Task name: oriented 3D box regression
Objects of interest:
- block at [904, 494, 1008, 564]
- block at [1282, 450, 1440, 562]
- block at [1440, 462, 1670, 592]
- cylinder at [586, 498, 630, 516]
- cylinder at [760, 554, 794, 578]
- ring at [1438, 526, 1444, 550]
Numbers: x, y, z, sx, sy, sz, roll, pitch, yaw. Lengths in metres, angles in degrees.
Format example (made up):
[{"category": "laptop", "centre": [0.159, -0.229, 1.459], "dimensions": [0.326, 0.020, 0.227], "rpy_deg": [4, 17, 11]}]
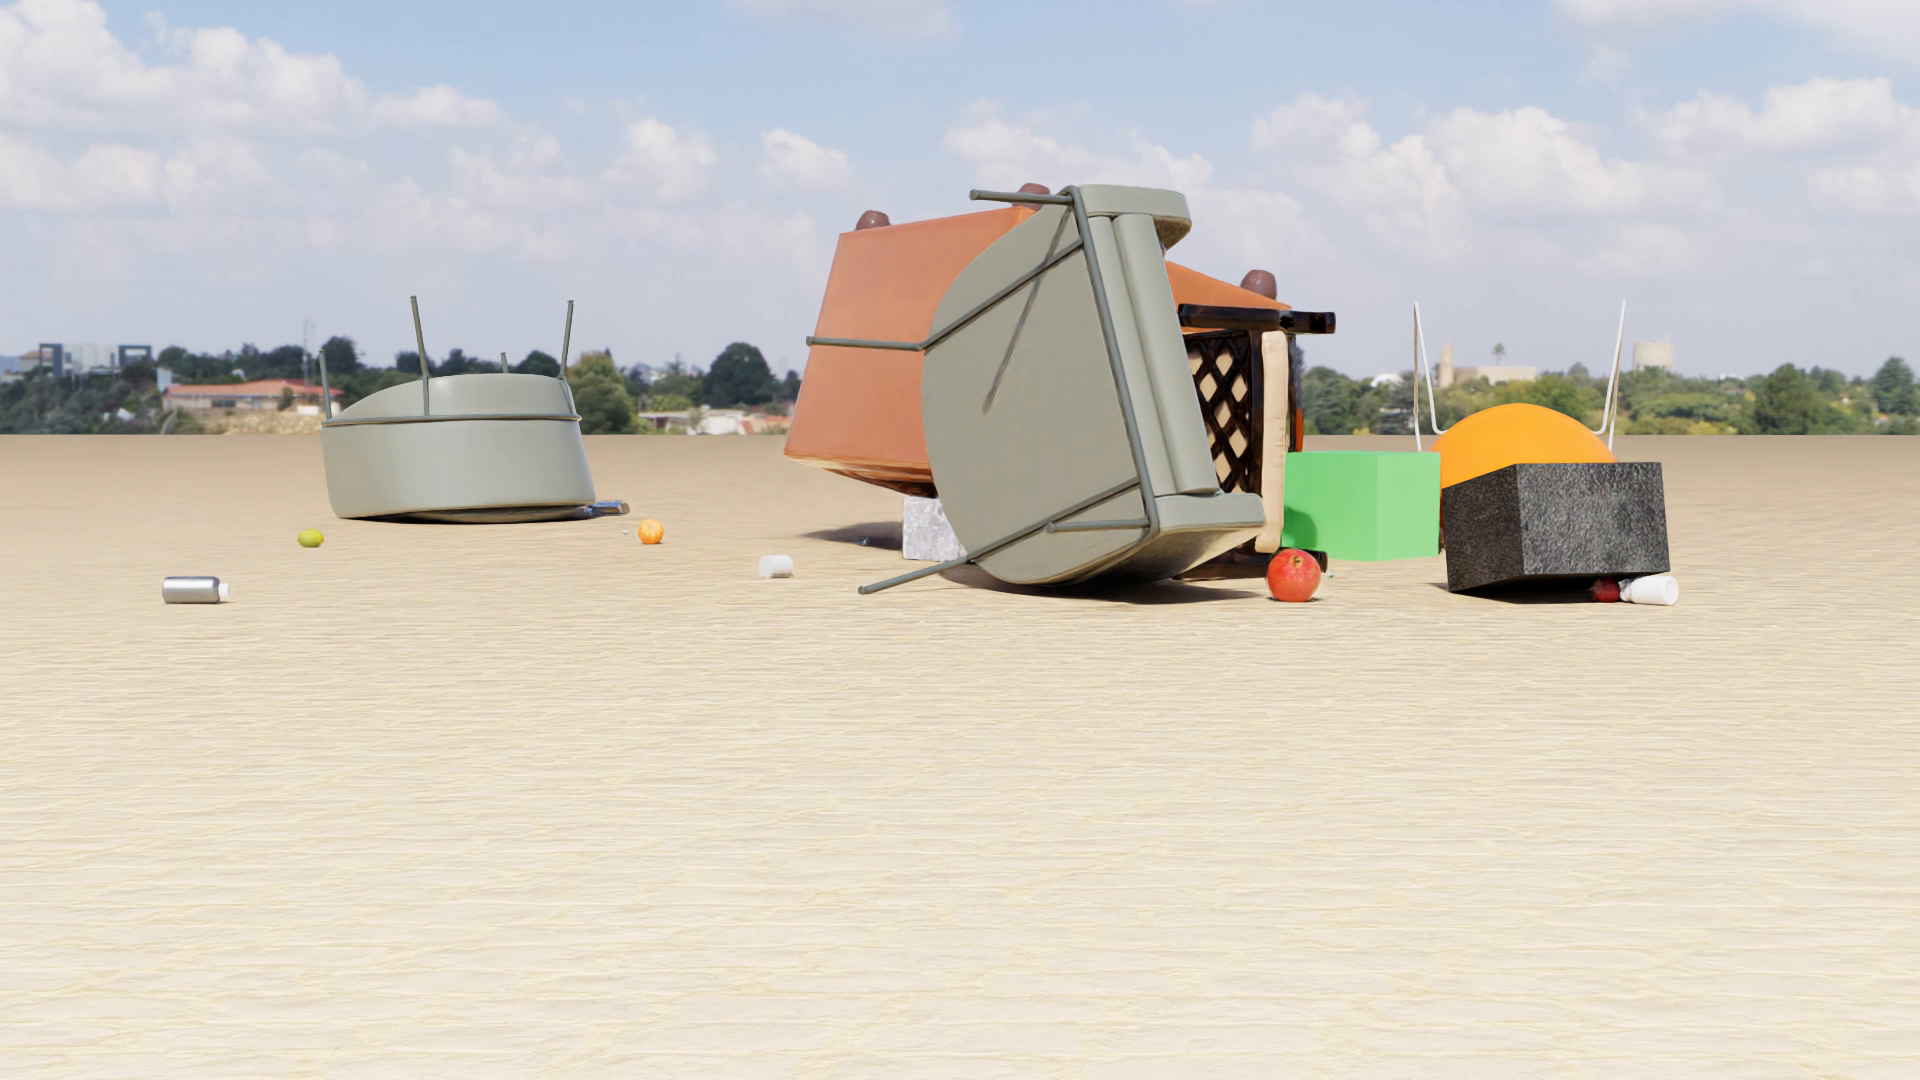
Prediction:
[{"category": "block", "centre": [-0.010, -0.032, 5.805], "dimensions": [0.193, 0.162, 0.200], "rpy_deg": [5, 6, 41]}, {"category": "block", "centre": [1.077, -0.096, 5.910], "dimensions": [0.260, 0.278, 0.321], "rpy_deg": [-3, 5, -40]}, {"category": "block", "centre": [1.275, -0.024, 4.736], "dimensions": [0.334, 0.231, 0.353], "rpy_deg": [-1, -7, -13]}, {"category": "cylinder", "centre": [-1.250, -0.112, 7.818], "dimensions": [0.118, 0.046, 0.121], "rpy_deg": [-12, -11, 13]}, {"category": "cylinder", "centre": [-0.438, 0.064, 5.242], "dimensions": [0.056, 0.051, 0.062], "rpy_deg": [-13, 18, -36]}, {"category": "ring", "centre": [1.227, -0.010, 6.111], "dimensions": [0.196, 0.082, 0.345], "rpy_deg": [-2, 5, -18]}]
